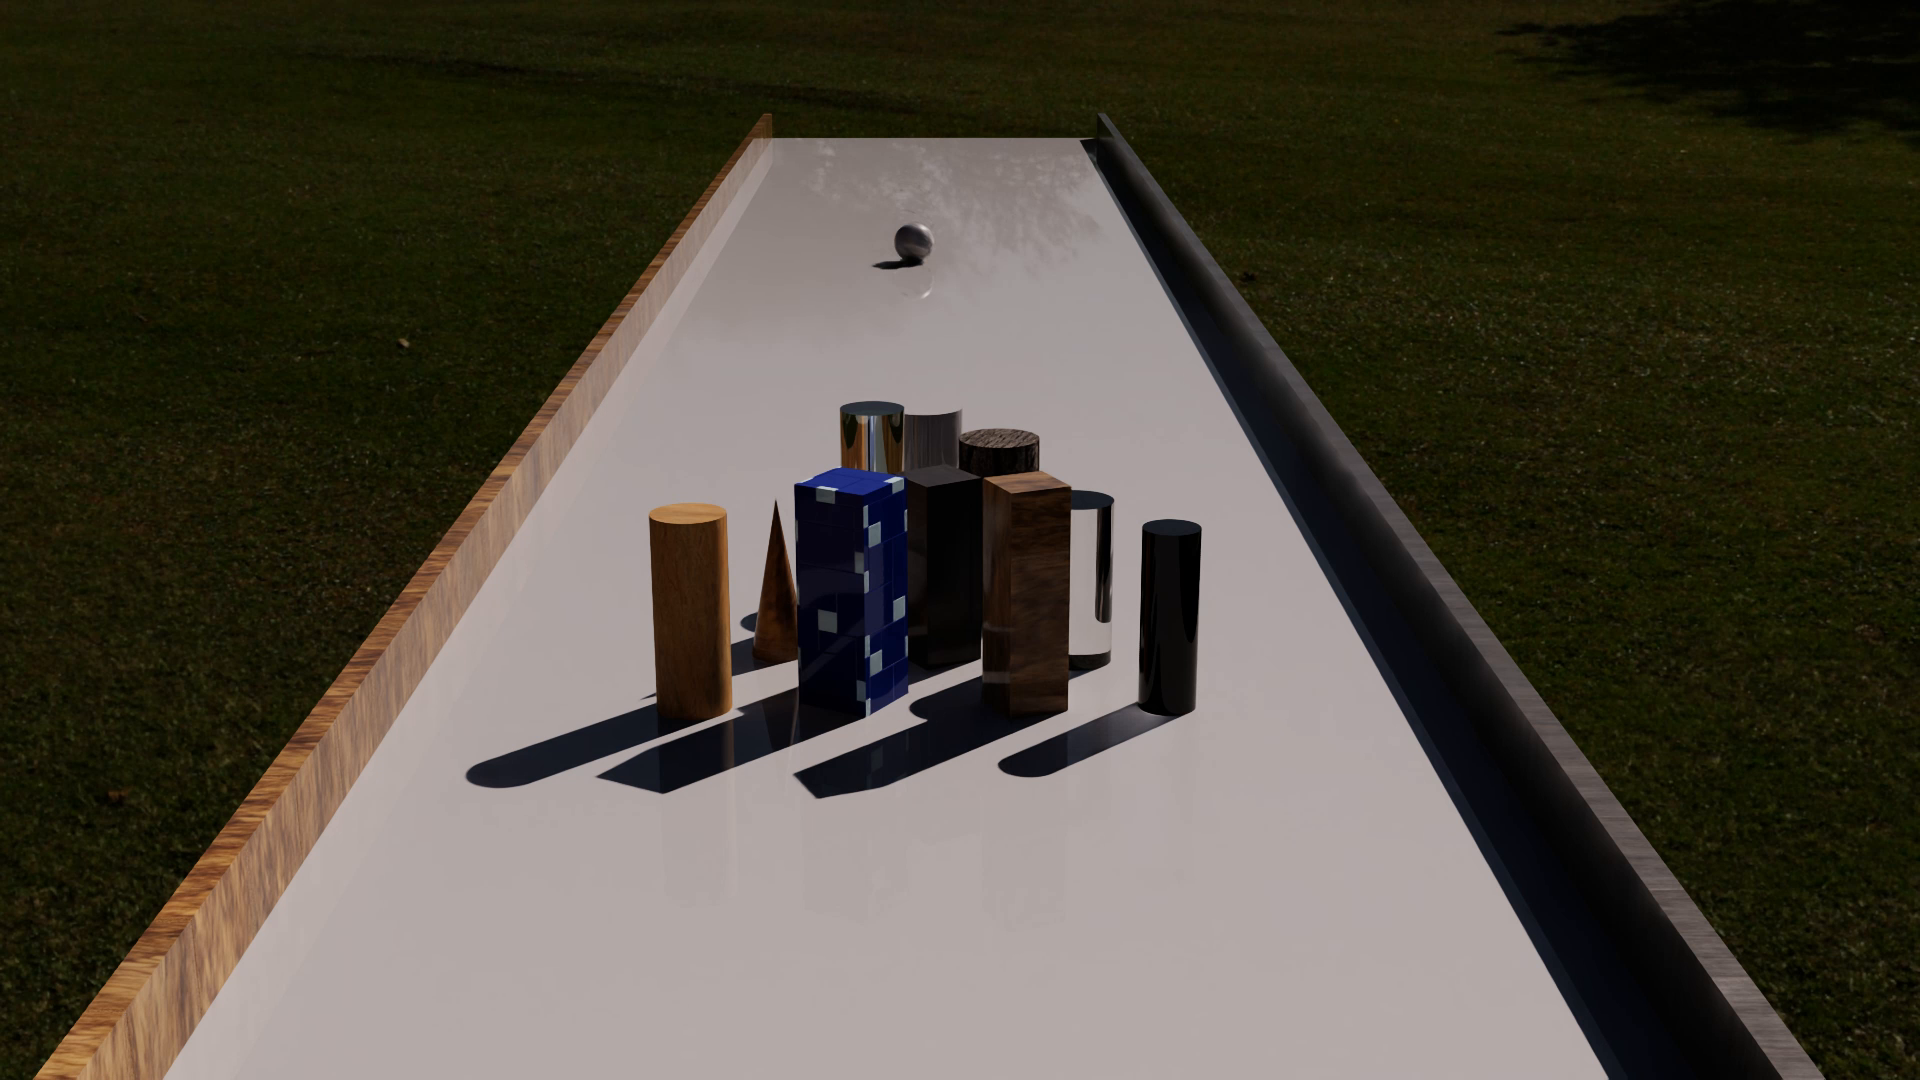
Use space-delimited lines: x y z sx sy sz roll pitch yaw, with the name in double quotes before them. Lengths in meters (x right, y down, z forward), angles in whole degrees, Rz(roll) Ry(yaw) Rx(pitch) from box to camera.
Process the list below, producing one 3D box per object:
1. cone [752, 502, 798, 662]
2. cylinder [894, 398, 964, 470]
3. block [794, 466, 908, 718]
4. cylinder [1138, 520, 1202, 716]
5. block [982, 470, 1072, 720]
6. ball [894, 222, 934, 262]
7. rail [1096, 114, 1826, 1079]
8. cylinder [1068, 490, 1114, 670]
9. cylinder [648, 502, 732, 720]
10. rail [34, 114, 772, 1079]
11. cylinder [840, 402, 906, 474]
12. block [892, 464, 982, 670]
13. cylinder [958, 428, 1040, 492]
"cone" -0.366 0.072 4.411 0.114 0.327 0.114 0 17 0
"cylinder" -0.078 -0.108 4.905 0.172 0.390 0.172 0 17 0
"block" -0.203 0.096 4.148 0.151 0.431 0.151 9 19 29
"cylinder" 0.392 0.145 4.121 0.110 0.352 0.110 0 17 0
"block" 0.123 0.103 4.112 0.121 0.438 0.121 -7 18 -23
"ball" -0.190 -1.231 9.077 0.164 0.164 0.164 0 17 0
"rail" 0.932 -0.844 7.801 0.050 0.150 12.000 0 17 -1
"cylinder" 0.231 0.080 4.378 0.146 0.331 0.146 0 17 0
"cylinder" -0.502 0.133 4.110 0.142 0.381 0.142 0 17 0
"rail" -1.118 -0.838 7.780 0.050 0.150 12.000 0 17 -1
"cylinder" -0.183 -0.061 4.649 0.136 0.446 0.136 0 17 0
"block" -0.046 0.053 4.388 0.128 0.377 0.128 -11 20 -32
"cylinder" 0.082 -0.028 4.645 0.169 0.386 0.169 0 17 0
